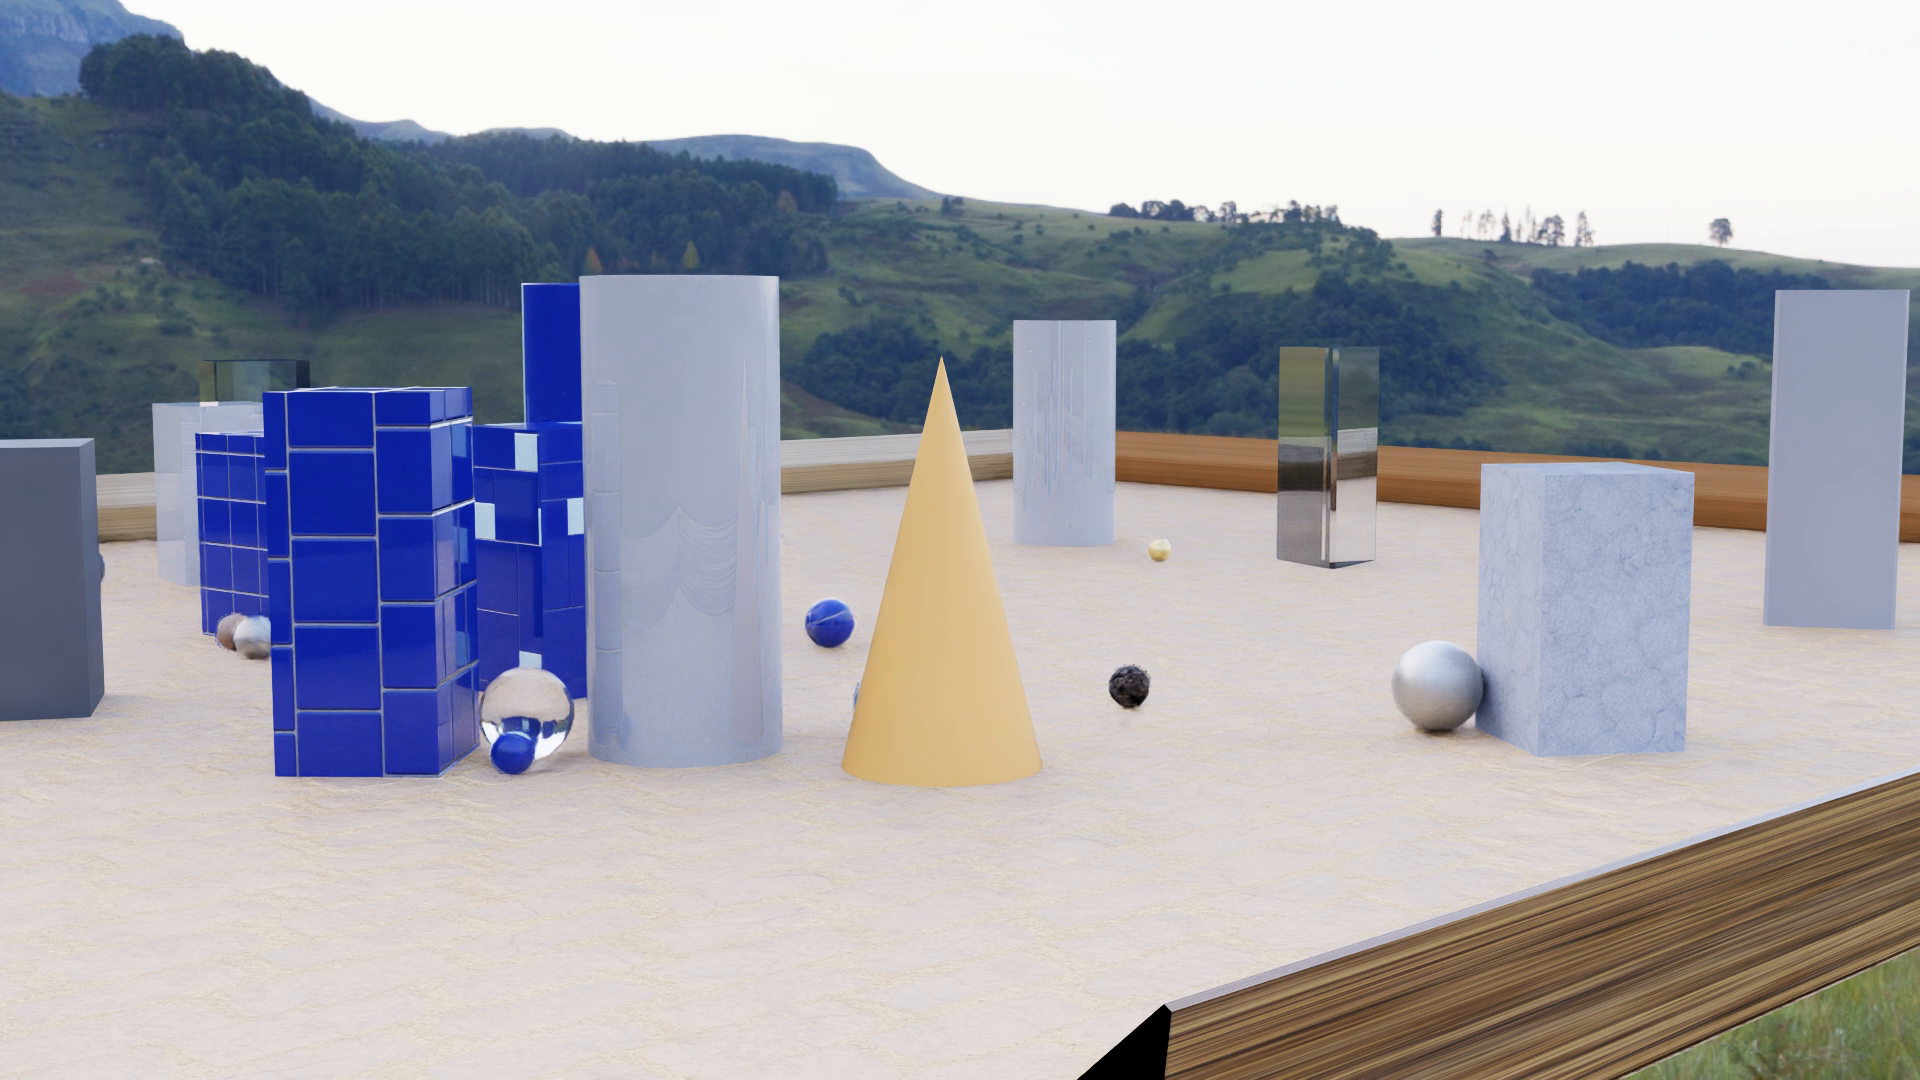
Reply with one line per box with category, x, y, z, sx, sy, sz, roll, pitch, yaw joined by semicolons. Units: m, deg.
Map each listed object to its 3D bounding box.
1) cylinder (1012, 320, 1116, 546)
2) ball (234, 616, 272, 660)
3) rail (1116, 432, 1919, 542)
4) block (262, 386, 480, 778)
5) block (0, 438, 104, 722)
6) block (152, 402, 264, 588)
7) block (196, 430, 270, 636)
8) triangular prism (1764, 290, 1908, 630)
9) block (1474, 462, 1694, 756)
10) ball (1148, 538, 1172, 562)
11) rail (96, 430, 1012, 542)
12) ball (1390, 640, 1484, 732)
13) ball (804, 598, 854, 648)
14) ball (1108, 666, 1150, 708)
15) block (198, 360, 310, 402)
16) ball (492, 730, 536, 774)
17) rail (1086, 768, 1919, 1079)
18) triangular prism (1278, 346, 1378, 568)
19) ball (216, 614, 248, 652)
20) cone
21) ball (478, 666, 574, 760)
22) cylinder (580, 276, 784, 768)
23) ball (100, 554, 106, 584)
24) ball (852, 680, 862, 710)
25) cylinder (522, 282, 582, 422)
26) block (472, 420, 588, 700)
cylinder;0.201;-0.210;4.244;0.198;0.426;0.198;0;6;0
ball;-0.898;0.125;2.808;0.057;0.057;0.057;0;6;0
rail;1.425;-0.103;4.640;0.045;0.129;3.567;-5;8;-42
block;-0.575;0.036;2.166;0.159;0.368;0.159;0;6;2
block;-1.054;0.041;2.456;0.159;0.298;0.159;-2;6;-16
block;-1.231;-0.080;3.650;0.159;0.291;0.159;-4;7;-35
block;-0.934;-0.009;3.034;0.159;0.278;0.159;5;8;38
triangular prism;1.242;-0.119;3.149;0.172;0.473;0.149;1;6;13
block;0.643;0.067;2.278;0.159;0.283;0.159;-1;6;-9
ball;0.355;0.019;3.908;0.041;0.041;0.041;0;6;0
rail;-1.193;-0.101;4.618;3.926;0.129;0.045;-5;8;-42
ball;0.506;0.155;2.335;0.096;0.096;0.096;0;6;0
ball;-0.173;0.110;2.914;0.066;0.066;0.066;0;6;0
ball;0.191;0.165;2.475;0.047;0.047;0.047;0;6;0
block;-1.258;-0.143;3.933;0.159;0.357;0.159;-3;7;-29
ball;-0.430;0.205;2.120;0.042;0.042;0.042;0;6;0
rail;1.193;0.168;2.045;3.926;0.129;0.045;-5;8;-42
triangular prism;0.632;-0.151;3.896;0.149;0.381;0.172;4;7;35
ball;-0.949;0.121;2.884;0.049;0.049;0.049;0;6;0
cone;-0.018;0.021;2.142;0.198;0.402;0.198;0;6;0
ball;-0.430;0.172;2.183;0.094;0.094;0.094;0;6;0
cylinder;-0.280;-0.025;2.223;0.198;0.478;0.198;0;6;0
ball;-1.374;0.045;3.406;0.093;0.093;0.093;0;6;0
ball;-0.078;0.170;2.318;0.070;0.070;0.070;0;6;0
cylinder;-0.515;-0.120;3.116;0.198;0.482;0.198;0;6;0
block;-0.477;0.020;2.594;0.159;0.311;0.159;5;8;42
